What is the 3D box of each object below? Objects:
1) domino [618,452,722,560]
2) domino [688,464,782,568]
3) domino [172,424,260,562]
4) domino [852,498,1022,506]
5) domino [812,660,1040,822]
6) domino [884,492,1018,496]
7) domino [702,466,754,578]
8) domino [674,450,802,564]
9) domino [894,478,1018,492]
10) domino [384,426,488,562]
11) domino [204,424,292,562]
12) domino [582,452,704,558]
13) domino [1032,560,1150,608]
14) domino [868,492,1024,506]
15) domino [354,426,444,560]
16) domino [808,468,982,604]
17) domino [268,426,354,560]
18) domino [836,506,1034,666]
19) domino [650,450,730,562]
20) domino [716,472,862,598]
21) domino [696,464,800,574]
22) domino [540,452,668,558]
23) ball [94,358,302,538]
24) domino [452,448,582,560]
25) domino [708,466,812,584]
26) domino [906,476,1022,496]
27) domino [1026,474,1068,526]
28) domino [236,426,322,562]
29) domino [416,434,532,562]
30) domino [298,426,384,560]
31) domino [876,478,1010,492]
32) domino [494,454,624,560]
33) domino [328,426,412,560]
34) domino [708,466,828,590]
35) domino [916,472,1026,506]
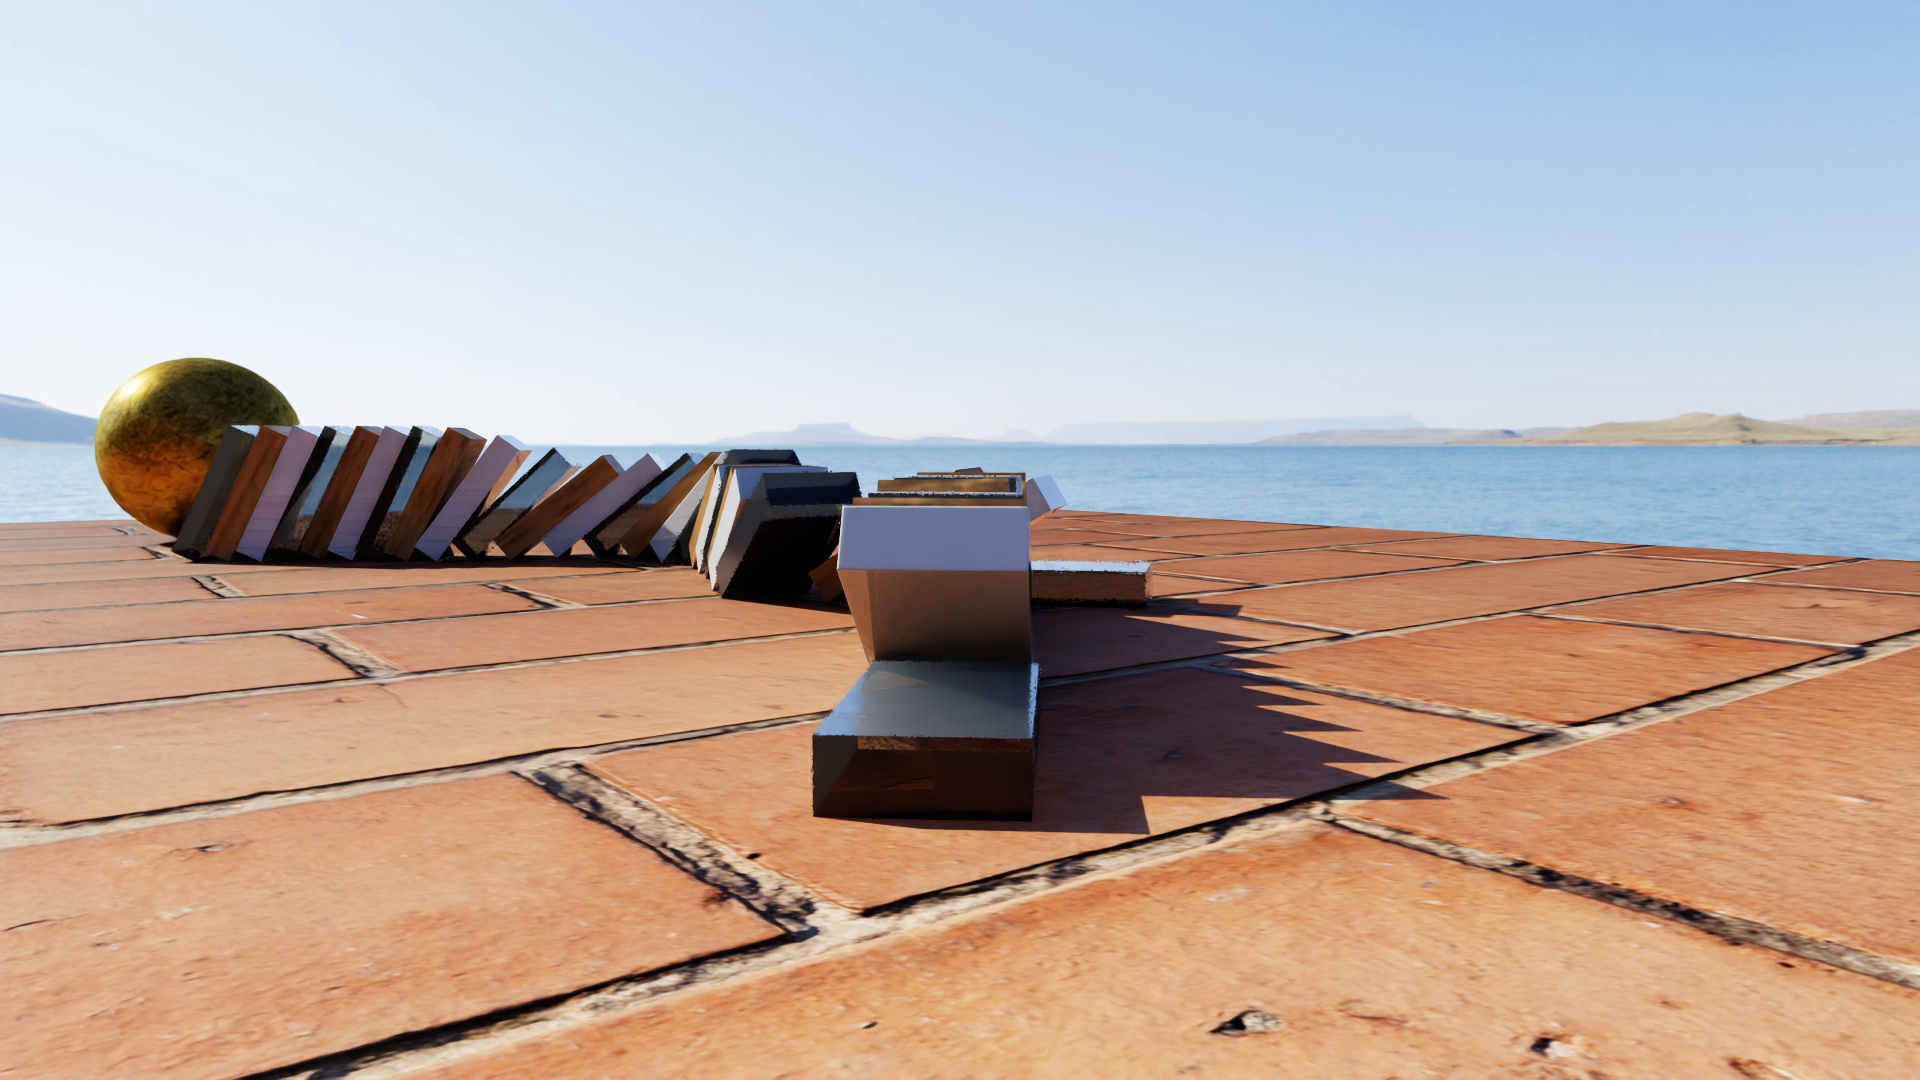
[{"bbox_3d":[-0.100,-0.013,0.472,0.050,0.009,0.025,-41,-9,16],"label":"domino"},{"bbox_3d":[-0.073,-0.007,0.424,0.025,0.010,0.050,-2,-30,-23],"label":"domino"},{"bbox_3d":[-0.269,-0.017,0.471,0.009,0.050,0.025,25,1,-9],"label":"domino"},{"bbox_3d":[-0.002,0.009,0.209,0.025,0.009,0.050,1,-27,3],"label":"domino"},{"bbox_3d":[-0.002,0.025,0.170,0.025,0.010,0.050,0,4,4],"label":"domino"},{"bbox_3d":[-0.001,0.007,0.246,0.025,0.010,0.050,1,-27,3],"label":"domino"},{"bbox_3d":[-0.062,-0.005,0.392,0.025,0.009,0.050,-2,-30,-21],"label":"domino"},{"bbox_3d":[-0.077,-0.011,0.445,0.025,0.010,0.050,-3,-37,-43],"label":"domino"},{"bbox_3d":[0.001,0.004,0.281,0.025,0.010,0.050,0,-29,5],"label":"domino"},{"bbox_3d":[-0.194,-0.017,0.476,0.010,0.050,0.025,28,0,-9],"label":"domino"},{"bbox_3d":[-0.258,-0.018,0.473,0.009,0.050,0.025,25,1,-9],"label":"domino"},{"bbox_3d":[-0.116,-0.013,0.481,0.050,0.009,0.025,-39,1,3],"label":"domino"},{"bbox_3d":[0.026,0.012,0.349,0.050,0.009,0.025,1,4,12],"label":"domino"},{"bbox_3d":[-0.002,0.008,0.227,0.025,0.010,0.050,1,-27,2],"label":"domino"},{"bbox_3d":[-0.206,-0.018,0.477,0.010,0.050,0.025,25,1,-9],"label":"domino"},{"bbox_3d":[-0.015,-0.002,0.349,0.050,0.009,0.025,-34,-4,15],"label":"domino"},{"bbox_3d":[-0.238,-0.018,0.477,0.009,0.050,0.025,25,1,-9],"label":"domino"},{"bbox_3d":[-0.002,0.011,0.191,0.025,0.010,0.050,0,-27,4],"label":"domino"},{"bbox_3d":[-0.087,-0.012,0.459,0.050,0.009,0.025,-45,-20,28],"label":"domino"},{"bbox_3d":[-0.046,-0.001,0.342,0.025,0.010,0.050,-2,-28,-27],"label":"domino"},{"bbox_3d":[-0.068,-0.006,0.408,0.025,0.010,0.050,-2,-30,-22],"label":"domino"},{"bbox_3d":[-0.132,-0.013,0.483,0.050,0.010,0.025,-39,6,-3],"label":"domino"},{"bbox_3d":[-0.330,-0.040,0.561,0.080,0.080,0.080,0,4,0],"label":"ball"},{"bbox_3d":[-0.164,-0.014,0.478,0.050,0.009,0.025,-44,8,-3],"label":"domino"},{"bbox_3d":[-0.058,-0.004,0.375,0.025,0.010,0.050,-2,-30,-21],"label":"domino"},{"bbox_3d":[0.002,0.002,0.298,0.025,0.009,0.050,0,-29,5],"label":"domino"},{"bbox_3d":[0.004,-0.001,0.349,0.050,0.010,0.025,-31,-3,15],"label":"domino"},{"bbox_3d":[-0.248,-0.018,0.475,0.010,0.050,0.025,25,1,-9],"label":"domino"},{"bbox_3d":[-0.180,-0.016,0.476,0.009,0.050,0.025,36,-1,-9],"label":"domino"},{"bbox_3d":[-0.228,-0.018,0.480,0.009,0.050,0.025,25,1,-9],"label":"domino"},{"bbox_3d":[-0.001,0.005,0.264,0.025,0.009,0.050,0,-29,5],"label":"domino"},{"bbox_3d":[-0.149,-0.013,0.481,0.050,0.009,0.025,-39,8,-3],"label":"domino"},{"bbox_3d":[-0.217,-0.018,0.479,0.009,0.050,0.025,25,1,-9],"label":"domino"},{"bbox_3d":[-0.054,-0.002,0.358,0.025,0.010,0.050,-2,-29,-22],"label":"domino"},{"bbox_3d":[0.004,0.001,0.314,0.025,0.010,0.050,0,-29,4],"label":"domino"}]
